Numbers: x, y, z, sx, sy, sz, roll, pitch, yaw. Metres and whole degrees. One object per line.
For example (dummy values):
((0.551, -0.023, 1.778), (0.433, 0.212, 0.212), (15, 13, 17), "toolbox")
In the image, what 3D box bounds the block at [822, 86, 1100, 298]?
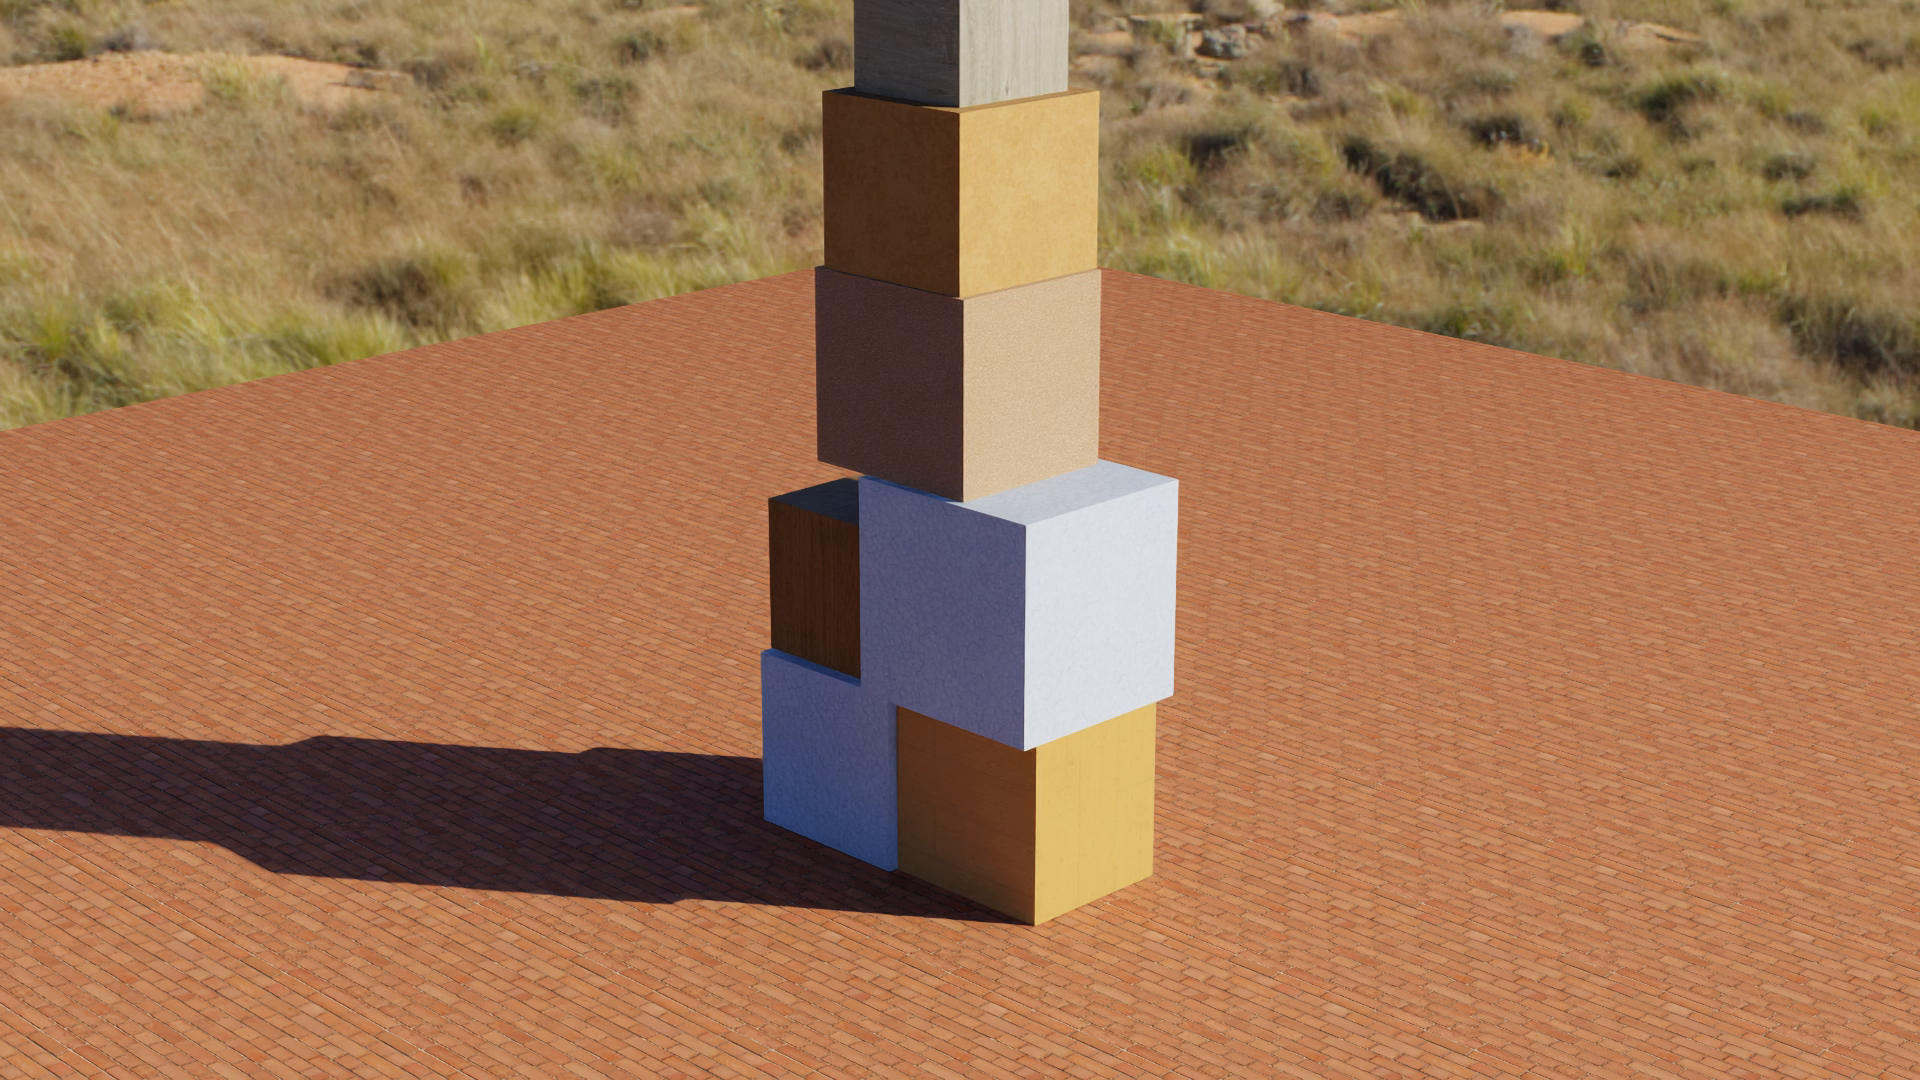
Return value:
((0.004, -1.576, 12.845), (0.857, 0.782, 0.844), (-17, 24, -42), "block")

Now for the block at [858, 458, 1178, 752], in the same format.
((0.258, 0.212, 13.127), (0.973, 1.016, 1.027), (-17, 24, -42), "block")

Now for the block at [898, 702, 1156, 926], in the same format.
((0.299, 1.121, 13.356), (0.782, 0.852, 0.870), (-17, 24, -42), "block")

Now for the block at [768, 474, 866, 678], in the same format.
((-0.380, 0.158, 13.762), (0.721, 0.736, 0.733), (-17, 24, -42), "block")

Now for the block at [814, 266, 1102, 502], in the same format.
((-0.011, -0.775, 13.084), (0.857, 0.890, 0.932), (-17, 24, -42), "block")

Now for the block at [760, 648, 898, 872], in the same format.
((-0.302, 0.927, 13.968), (0.933, 0.855, 0.870), (-17, 24, -42), "block")

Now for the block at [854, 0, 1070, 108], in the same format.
((0.006, -2.277, 12.626), (0.665, 0.686, 0.645), (-17, 24, -42), "block")
